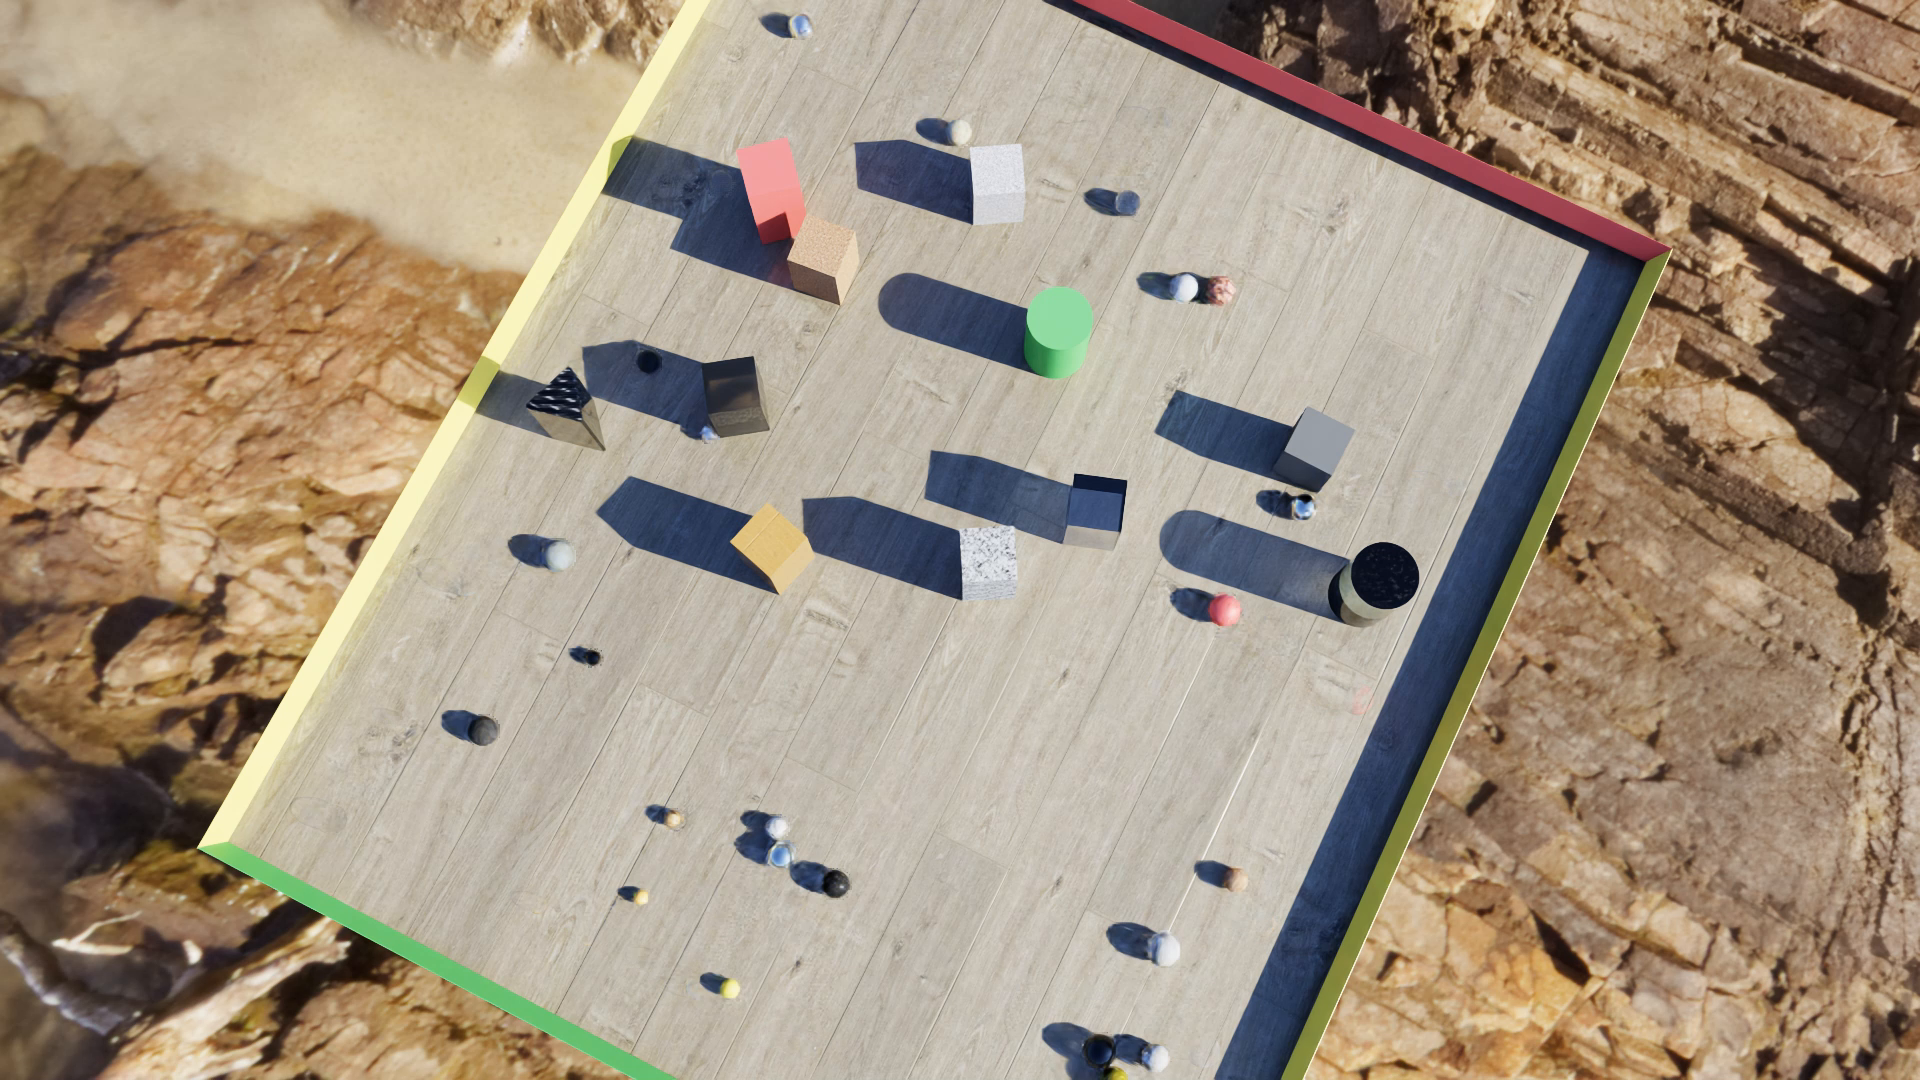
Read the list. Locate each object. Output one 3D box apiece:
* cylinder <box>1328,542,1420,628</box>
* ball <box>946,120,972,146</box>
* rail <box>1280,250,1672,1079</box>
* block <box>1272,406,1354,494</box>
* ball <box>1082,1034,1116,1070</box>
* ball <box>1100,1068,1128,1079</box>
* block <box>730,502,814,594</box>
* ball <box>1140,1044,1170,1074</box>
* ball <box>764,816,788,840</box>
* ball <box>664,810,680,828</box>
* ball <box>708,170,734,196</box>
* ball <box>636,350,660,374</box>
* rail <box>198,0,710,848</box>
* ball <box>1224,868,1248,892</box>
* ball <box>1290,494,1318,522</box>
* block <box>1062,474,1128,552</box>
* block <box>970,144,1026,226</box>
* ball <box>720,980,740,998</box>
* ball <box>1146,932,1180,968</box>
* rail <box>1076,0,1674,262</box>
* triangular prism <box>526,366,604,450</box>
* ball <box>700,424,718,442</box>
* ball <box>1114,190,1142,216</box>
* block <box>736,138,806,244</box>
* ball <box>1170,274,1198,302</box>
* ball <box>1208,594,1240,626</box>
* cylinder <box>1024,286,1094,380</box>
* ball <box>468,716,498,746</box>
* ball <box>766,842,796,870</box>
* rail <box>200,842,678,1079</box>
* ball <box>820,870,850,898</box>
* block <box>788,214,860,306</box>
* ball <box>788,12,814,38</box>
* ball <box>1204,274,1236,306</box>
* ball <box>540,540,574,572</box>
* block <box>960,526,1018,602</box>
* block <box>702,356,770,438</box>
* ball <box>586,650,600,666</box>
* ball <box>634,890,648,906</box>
[{"bbox_3d":[1.219,0.136,5.417,0.197,0.335,0.197,0,78,0],"label":"cylinder"},{"bbox_3d":[-0.005,-1.300,5.843,0.083,0.083,0.083,0,78,0],"label":"ball"},{"bbox_3d":[1.379,0.682,5.409,0.045,0.128,3.613,26,80,5],"label":"rail"},{"bbox_3d":[1.067,-0.271,5.552,0.158,0.237,0.158,28,80,5],"label":"block"},{"bbox_3d":[0.400,1.468,5.262,0.099,0.099,0.099,0,78,0],"label":"ball"},{"bbox_3d":[0.441,1.553,5.252,0.081,0.081,0.081,0,78,0],"label":"ball"},{"bbox_3d":[-0.555,0.029,5.457,0.158,0.300,0.158,41,81,8],"label":"block"},{"bbox_3d":[0.560,1.489,5.267,0.084,0.084,0.084,0,78,0],"label":"ball"},{"bbox_3d":[-0.543,0.849,5.407,0.066,0.066,0.066,0,78,0],"label":"ball"},{"bbox_3d":[-0.852,0.824,5.419,0.052,0.052,0.052,0,78,0],"label":"ball"},{"bbox_3d":[-0.759,-1.130,5.808,0.083,0.083,0.083,0,78,0],"label":"ball"},{"bbox_3d":[-0.967,-0.554,5.694,0.074,0.074,0.074,0,78,0],"label":"ball"},{"bbox_3d":[-1.379,-0.668,5.688,0.045,0.128,3.613,26,80,5],"label":"rail"},{"bbox_3d":[0.808,0.996,5.373,0.073,0.073,0.073,0,78,0],"label":"ball"},{"bbox_3d":[1.049,-0.098,5.594,0.085,0.085,0.085,0,78,0],"label":"ball"},{"bbox_3d":[0.402,-0.081,5.491,0.158,0.279,0.158,8,78,2],"label":"block"},{"bbox_3d":[0.115,-1.108,5.722,0.158,0.242,0.158,-4,78,-1],"label":"block"},{"bbox_3d":[-0.669,1.303,5.318,0.056,0.056,0.056,0,78,0],"label":"ball"},{"bbox_3d":[0.590,1.190,5.320,0.098,0.098,0.098,0,78,0],"label":"ball"},{"bbox_3d":[0.797,-1.555,5.872,3.131,0.128,0.045,26,80,5],"label":"rail"},{"bbox_3d":[-1.163,-0.403,5.522,0.171,0.348,0.148,15,79,3],"label":"triangular prism"},{"bbox_3d":[-0.773,-0.328,5.653,0.053,0.053,0.053,0,78,0],"label":"ball"},{"bbox_3d":[0.531,-1.064,5.794,0.084,0.084,0.084,0,78,0],"label":"ball"},{"bbox_3d":[-0.571,-1.069,5.641,0.158,0.385,0.158,-15,79,-3],"label":"block"},{"bbox_3d":[0.700,-0.789,5.735,0.087,0.087,0.087,0,78,0],"label":"ball"},{"bbox_3d":[0.798,0.213,5.523,0.097,0.097,0.097,0,78,0],"label":"ball"},{"bbox_3d":[0.297,-0.629,5.593,0.197,0.301,0.197,0,78,0],"label":"cylinder"},{"bbox_3d":[-1.420,0.569,5.455,0.087,0.087,0.087,0,78,0],"label":"ball"},{"bbox_3d":[-0.526,0.928,5.381,0.086,0.086,0.086,0,78,0],"label":"ball"},{"bbox_3d":[-0.797,1.568,5.225,3.131,0.128,0.045,26,80,5],"label":"rail"},{"bbox_3d":[-0.365,1.008,5.365,0.084,0.084,0.084,0,78,0],"label":"ball"},{"bbox_3d":[-0.420,-0.863,5.662,0.158,0.261,0.158,21,79,4],"label":"block"},{"bbox_3d":[-0.514,-1.662,5.919,0.081,0.081,0.081,0,78,0],"label":"ball"},{"bbox_3d":[0.813,-0.781,5.730,0.094,0.094,0.094,0,78,0],"label":"ball"},{"bbox_3d":[-1.223,0.048,5.557,0.098,0.098,0.098,0,78,0],"label":"ball"},{"bbox_3d":[0.083,0.073,5.439,0.158,0.319,0.158,-3,78,-1],"label":"block"},{"bbox_3d":[-0.679,-0.432,5.566,0.158,0.273,0.158,-9,78,-2],"label":"block"},{"bbox_3d":[-1.105,0.356,5.519,0.047,0.047,0.047,0,78,0],"label":"ball"},{"bbox_3d":[-0.937,1.049,5.377,0.044,0.044,0.044,0,78,0],"label":"ball"}]
